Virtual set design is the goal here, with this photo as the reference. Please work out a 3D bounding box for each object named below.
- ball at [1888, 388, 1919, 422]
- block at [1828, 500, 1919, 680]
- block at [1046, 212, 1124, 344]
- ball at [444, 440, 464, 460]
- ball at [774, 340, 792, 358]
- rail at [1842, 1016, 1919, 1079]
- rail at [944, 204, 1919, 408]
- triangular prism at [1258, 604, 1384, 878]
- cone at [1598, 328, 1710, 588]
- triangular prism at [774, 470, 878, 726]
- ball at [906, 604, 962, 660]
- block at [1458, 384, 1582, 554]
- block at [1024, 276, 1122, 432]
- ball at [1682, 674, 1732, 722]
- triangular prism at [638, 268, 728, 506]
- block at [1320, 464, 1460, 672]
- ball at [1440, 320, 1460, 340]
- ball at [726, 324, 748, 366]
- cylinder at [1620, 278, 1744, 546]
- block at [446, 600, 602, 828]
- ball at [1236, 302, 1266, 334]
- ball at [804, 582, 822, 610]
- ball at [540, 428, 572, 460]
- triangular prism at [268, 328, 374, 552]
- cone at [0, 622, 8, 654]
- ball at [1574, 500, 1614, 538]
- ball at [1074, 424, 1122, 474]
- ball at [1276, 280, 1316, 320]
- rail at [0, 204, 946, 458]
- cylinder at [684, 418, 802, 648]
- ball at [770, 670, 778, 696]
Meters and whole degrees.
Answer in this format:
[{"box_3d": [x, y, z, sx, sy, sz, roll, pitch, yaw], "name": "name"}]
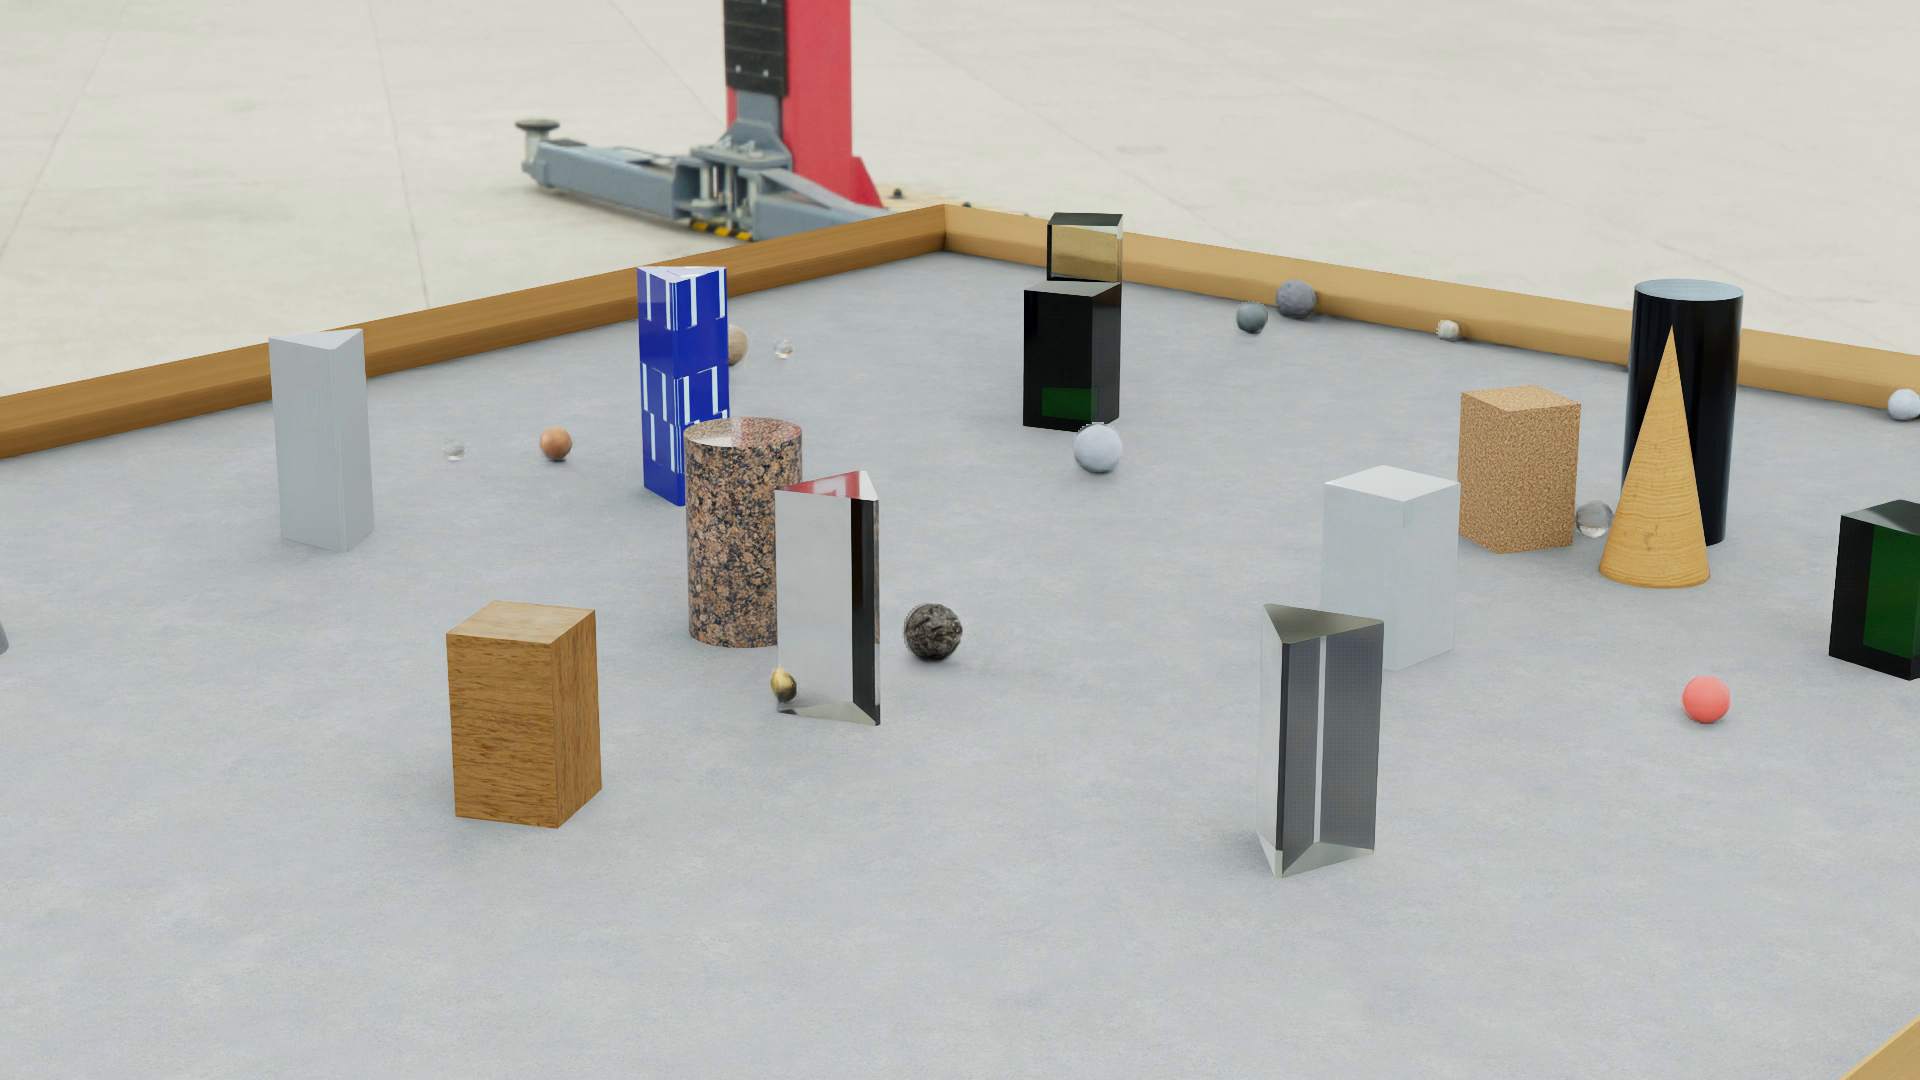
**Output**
[{"box_3d": [2.029, -0.290, 6.291, 0.070, 0.070, 0.070, 0, 17, 0], "name": "ball"}, {"box_3d": [1.537, 0.079, 4.770, 0.157, 0.241, 0.157, -12, 21, -35], "name": "block"}, {"box_3d": [0.282, -0.550, 6.653, 0.157, 0.359, 0.157, 2, 17, 7], "name": "block"}, {"box_3d": [-1.032, -0.183, 5.982, 0.044, 0.044, 0.044, 0, 17, 0], "name": "ball"}, {"box_3d": [-0.414, -0.447, 6.855, 0.044, 0.044, 0.044, 0, 17, 0], "name": "ball"}, {"box_3d": [1.546, 0.419, 3.835, 0.045, 0.127, 4.640, 14, 22, 39], "name": "rail"}, {"box_3d": [1.505, -0.469, 6.780, 4.143, 0.127, 0.045, 14, 22, 39], "name": "rail"}, {"box_3d": [0.458, 0.264, 3.997, 0.170, 0.333, 0.147, -11, 20, -32], "name": "triangular prism"}, {"box_3d": [1.245, -0.159, 5.192, 0.196, 0.454, 0.196, 0, 17, 0], "name": "cone"}, {"box_3d": [-0.177, 0.084, 4.548, 0.170, 0.360, 0.147, 6, 18, 20], "name": "triangular prism"}, {"box_3d": [-0.043, 0.150, 4.792, 0.093, 0.093, 0.093, 0, 17, 0], "name": "ball"}, {"box_3d": [1.030, -0.132, 5.421, 0.157, 0.270, 0.157, -6, 18, -21], "name": "block"}, {"box_3d": [0.239, -0.396, 6.250, 0.157, 0.296, 0.157, 8, 18, 24], "name": "block"}, {"box_3d": [1.150, 0.244, 4.515, 0.072, 0.072, 0.072, 0, 17, 0], "name": "ball"}, {"box_3d": [-0.561, -0.307, 5.707, 0.147, 0.440, 0.170, 10, 19, 29], "name": "triangular prism"}, {"box_3d": [0.704, 0.044, 4.810, 0.157, 0.286, 0.157, 16, 23, 42], "name": "block"}, {"box_3d": [1.174, -0.502, 7.030, 0.049, 0.049, 0.049, 0, 17, 0], "name": "ball"}, {"box_3d": [-0.538, -0.451, 6.776, 0.098, 0.098, 0.098, 0, 17, 0], "name": "ball"}, {"box_3d": [1.333, -0.236, 5.427, 0.196, 0.464, 0.196, 0, 17, 0], "name": "cylinder"}, {"box_3d": [-0.617, 0.245, 4.162, 0.157, 0.274, 0.157, 5, 17, 16], "name": "block"}, {"box_3d": [0.706, -0.538, 7.108, 0.073, 0.073, 0.073, 0, 17, 0], "name": "ball"}, {"box_3d": [-0.260, 0.097, 5.048, 0.046, 0.046, 0.046, 0, 17, 0], "name": "ball"}, {"box_3d": [-0.825, -0.197, 5.990, 0.065, 0.065, 0.065, 0, 17, 0], "name": "ball"}, {"box_3d": [-1.152, -0.191, 5.425, 0.170, 0.381, 0.147, 12, 21, 35], "name": "triangular prism"}, {"box_3d": [-1.673, -0.014, 4.784, 0.196, 0.411, 0.196, 0, 17, 0], "name": "cone"}, {"box_3d": [1.181, -0.040, 5.459, 0.071, 0.071, 0.071, 0, 17, 0], "name": "ball"}, {"box_3d": [0.278, -0.183, 5.887, 0.098, 0.098, 0.098, 0, 17, 0], "name": "ball"}, {"box_3d": [0.832, -0.595, 7.256, 0.097, 0.097, 0.097, 0, 17, 0], "name": "ball"}, {"box_3d": [-1.546, -0.356, 6.405, 0.045, 0.127, 4.640, 14, 22, 39], "name": "rail"}, {"box_3d": [-0.359, -0.014, 4.900, 0.196, 0.345, 0.196, 0, 17, 0], "name": "cylinder"}, {"box_3d": [-0.270, 0.225, 4.607, 0.056, 0.056, 0.056, 0, 17, 0], "name": "ball"}]
